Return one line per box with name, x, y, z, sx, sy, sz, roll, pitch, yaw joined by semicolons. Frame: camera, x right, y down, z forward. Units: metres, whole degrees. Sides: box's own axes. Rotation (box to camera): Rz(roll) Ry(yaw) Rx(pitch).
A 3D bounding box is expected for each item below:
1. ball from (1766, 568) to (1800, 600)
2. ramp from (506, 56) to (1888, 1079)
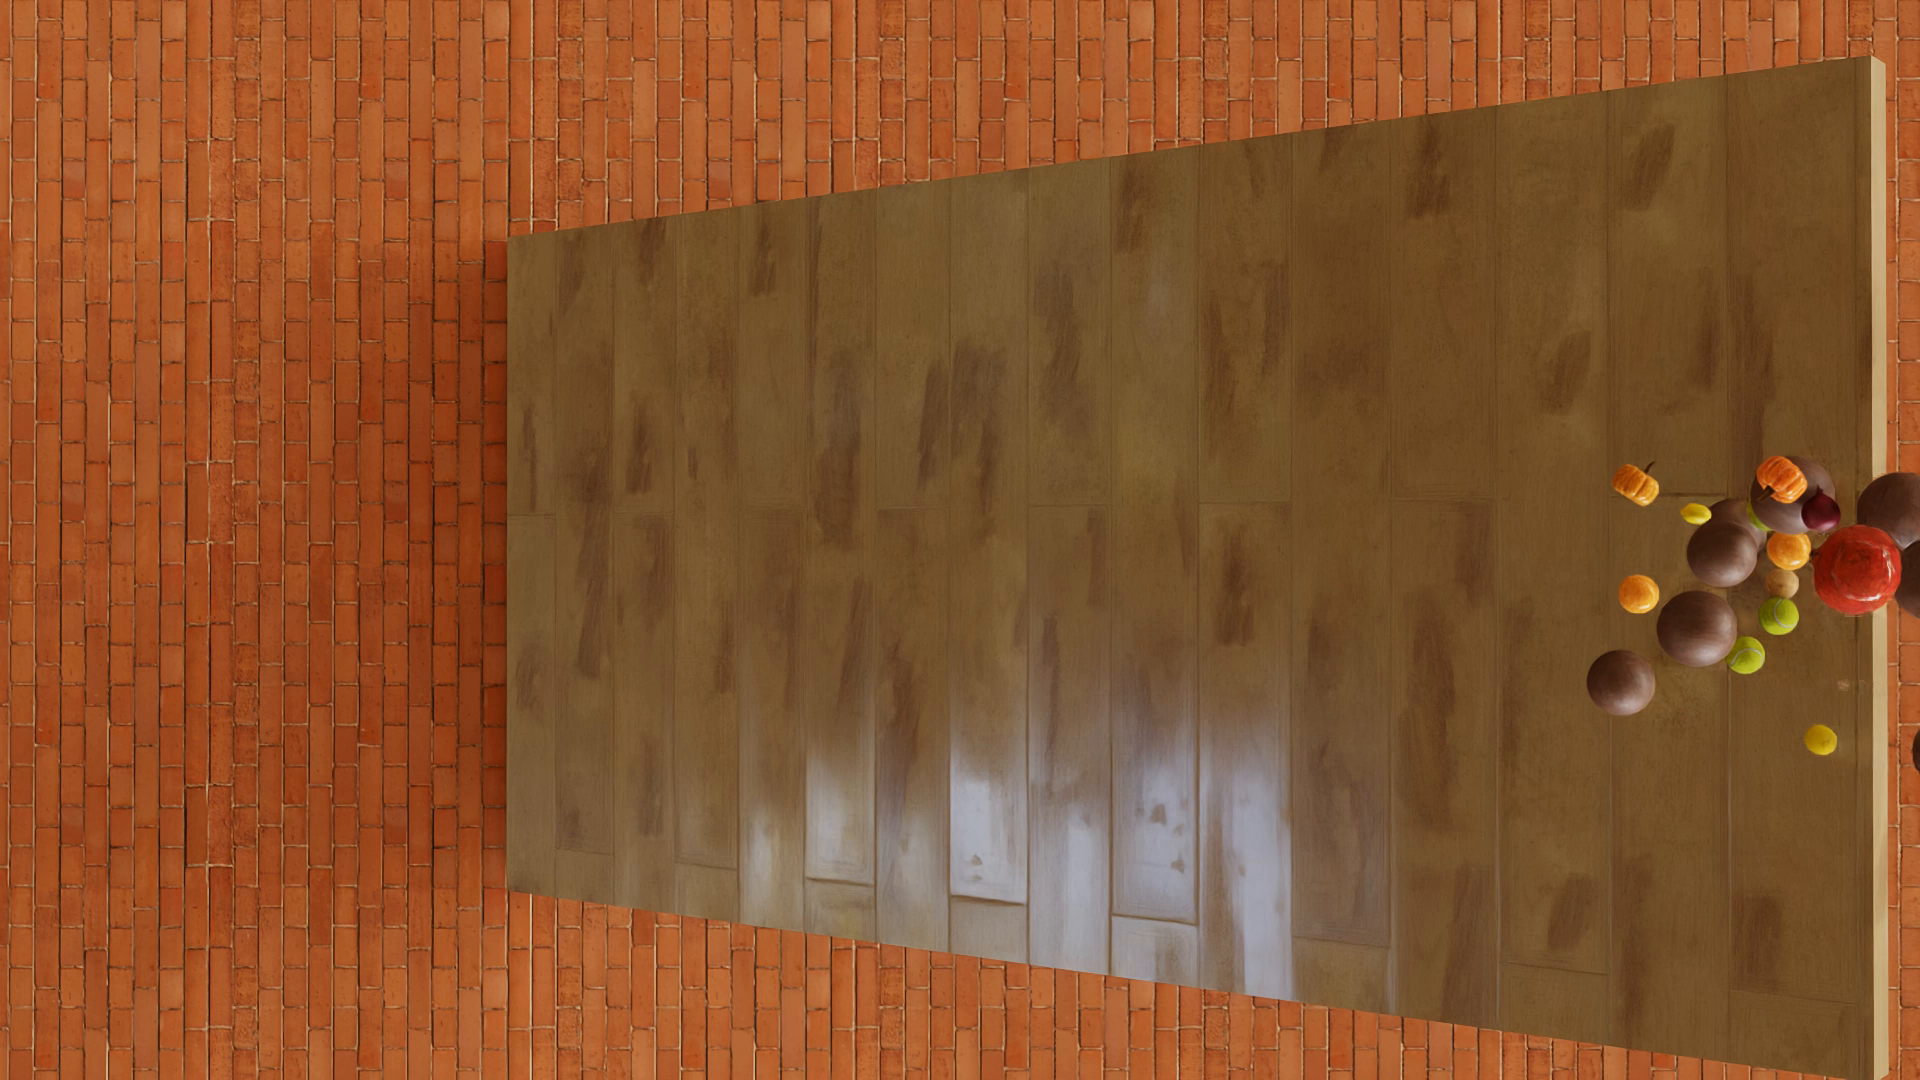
ball;1.505;0.079;4.024;0.058;0.058;0.058;0;90;0
ramp;0.225;0.064;5.542;4.000;0.100;2.000;0;90;38
